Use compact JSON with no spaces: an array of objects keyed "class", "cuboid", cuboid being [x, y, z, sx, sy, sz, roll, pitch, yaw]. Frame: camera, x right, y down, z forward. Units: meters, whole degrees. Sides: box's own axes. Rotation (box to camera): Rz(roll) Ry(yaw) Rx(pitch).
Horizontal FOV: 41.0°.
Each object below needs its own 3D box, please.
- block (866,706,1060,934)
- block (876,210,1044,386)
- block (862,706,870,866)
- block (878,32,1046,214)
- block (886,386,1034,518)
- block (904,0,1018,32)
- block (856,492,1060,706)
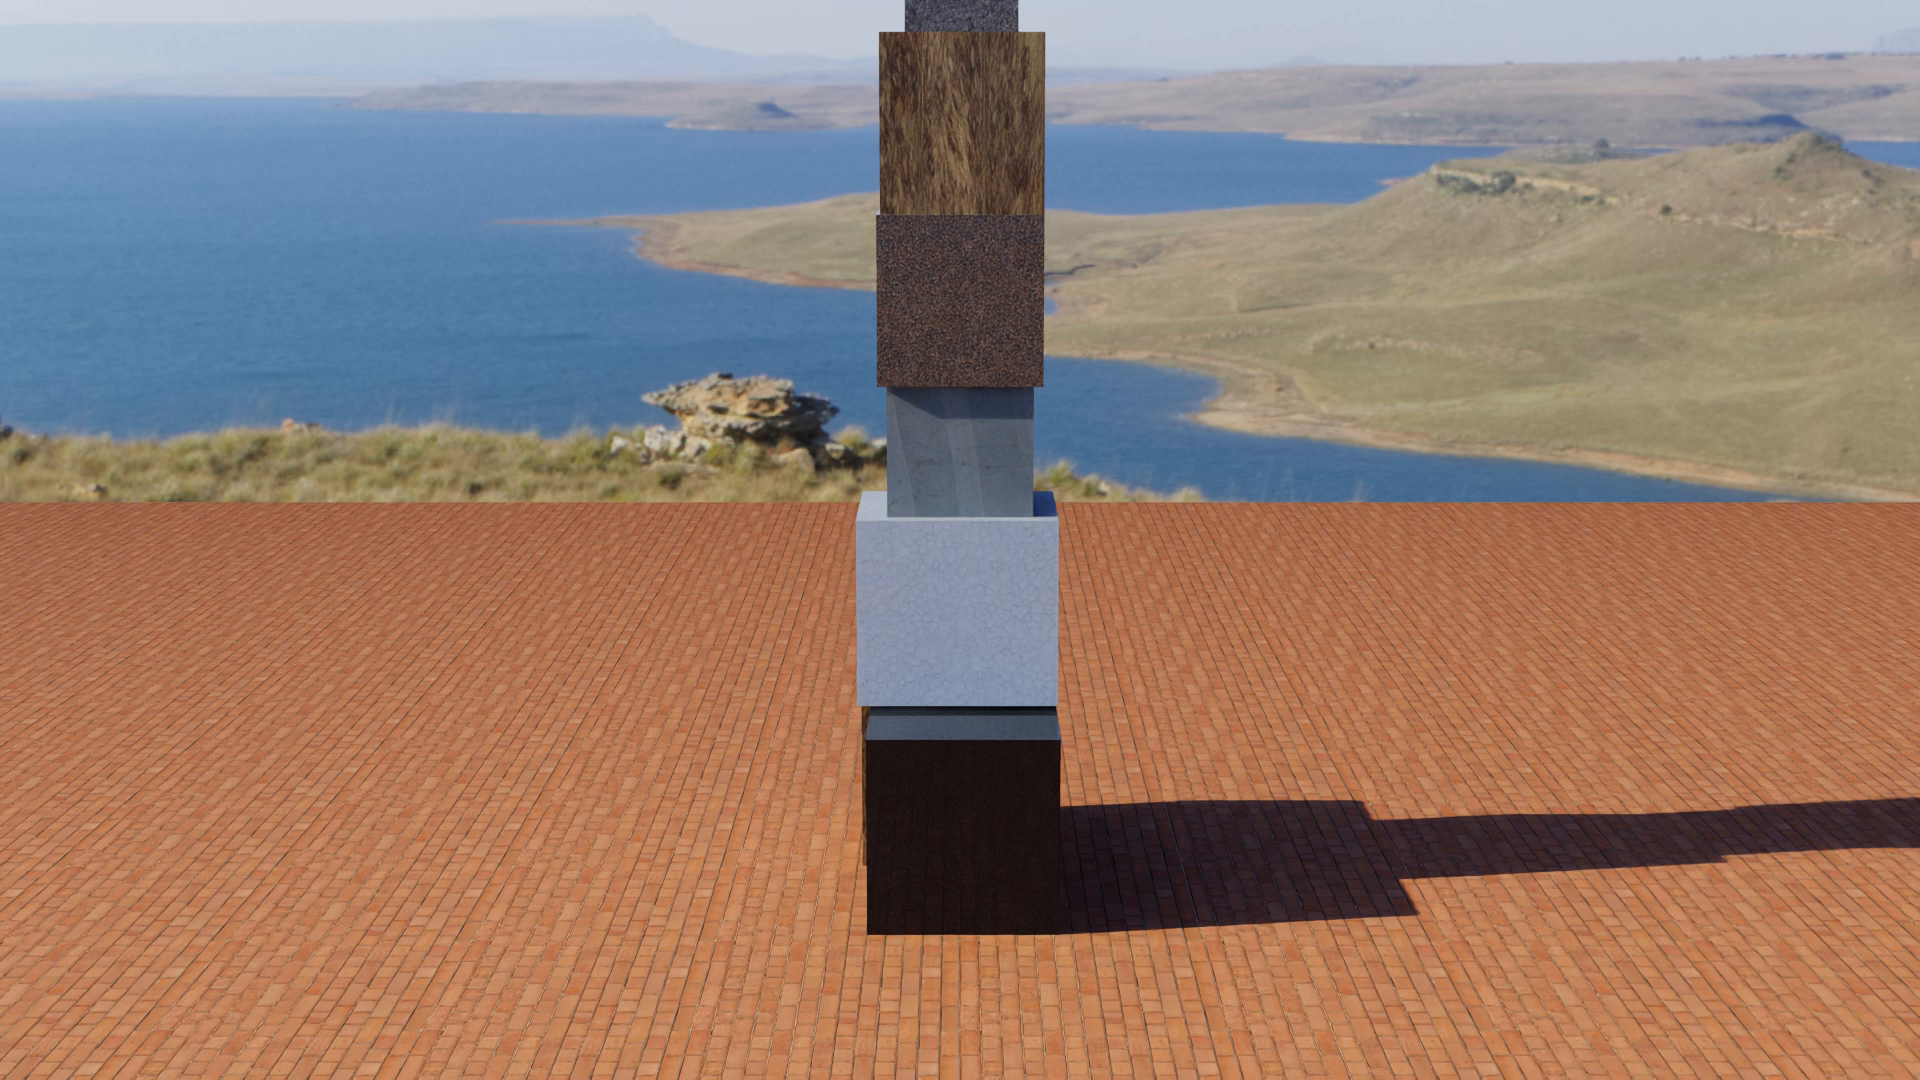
[{"class":"block","cuboid":[0.014,1.139,10.978,0.795,0.831,0.929,0,10,0]},{"class":"block","cuboid":[0.001,-1.052,10.985,0.695,0.713,0.691,0,10,0]},{"class":"block","cuboid":[-0.019,0.973,11.834,0.835,0.852,0.796,0,10,0]},{"class":"block","cuboid":[0.009,-1.768,10.853,0.681,0.743,0.638,0,10,0]},{"class":"block","cuboid":[0.001,-0.426,11.100,0.617,0.560,0.601,0,10,0]},{"class":"block","cuboid":[0.007,-2.403,10.736,0.467,0.549,0.481,0,10,0]},{"class":"block","cuboid":[-0.010,0.244,11.224,0.854,0.801,0.768,0,10,0]}]
